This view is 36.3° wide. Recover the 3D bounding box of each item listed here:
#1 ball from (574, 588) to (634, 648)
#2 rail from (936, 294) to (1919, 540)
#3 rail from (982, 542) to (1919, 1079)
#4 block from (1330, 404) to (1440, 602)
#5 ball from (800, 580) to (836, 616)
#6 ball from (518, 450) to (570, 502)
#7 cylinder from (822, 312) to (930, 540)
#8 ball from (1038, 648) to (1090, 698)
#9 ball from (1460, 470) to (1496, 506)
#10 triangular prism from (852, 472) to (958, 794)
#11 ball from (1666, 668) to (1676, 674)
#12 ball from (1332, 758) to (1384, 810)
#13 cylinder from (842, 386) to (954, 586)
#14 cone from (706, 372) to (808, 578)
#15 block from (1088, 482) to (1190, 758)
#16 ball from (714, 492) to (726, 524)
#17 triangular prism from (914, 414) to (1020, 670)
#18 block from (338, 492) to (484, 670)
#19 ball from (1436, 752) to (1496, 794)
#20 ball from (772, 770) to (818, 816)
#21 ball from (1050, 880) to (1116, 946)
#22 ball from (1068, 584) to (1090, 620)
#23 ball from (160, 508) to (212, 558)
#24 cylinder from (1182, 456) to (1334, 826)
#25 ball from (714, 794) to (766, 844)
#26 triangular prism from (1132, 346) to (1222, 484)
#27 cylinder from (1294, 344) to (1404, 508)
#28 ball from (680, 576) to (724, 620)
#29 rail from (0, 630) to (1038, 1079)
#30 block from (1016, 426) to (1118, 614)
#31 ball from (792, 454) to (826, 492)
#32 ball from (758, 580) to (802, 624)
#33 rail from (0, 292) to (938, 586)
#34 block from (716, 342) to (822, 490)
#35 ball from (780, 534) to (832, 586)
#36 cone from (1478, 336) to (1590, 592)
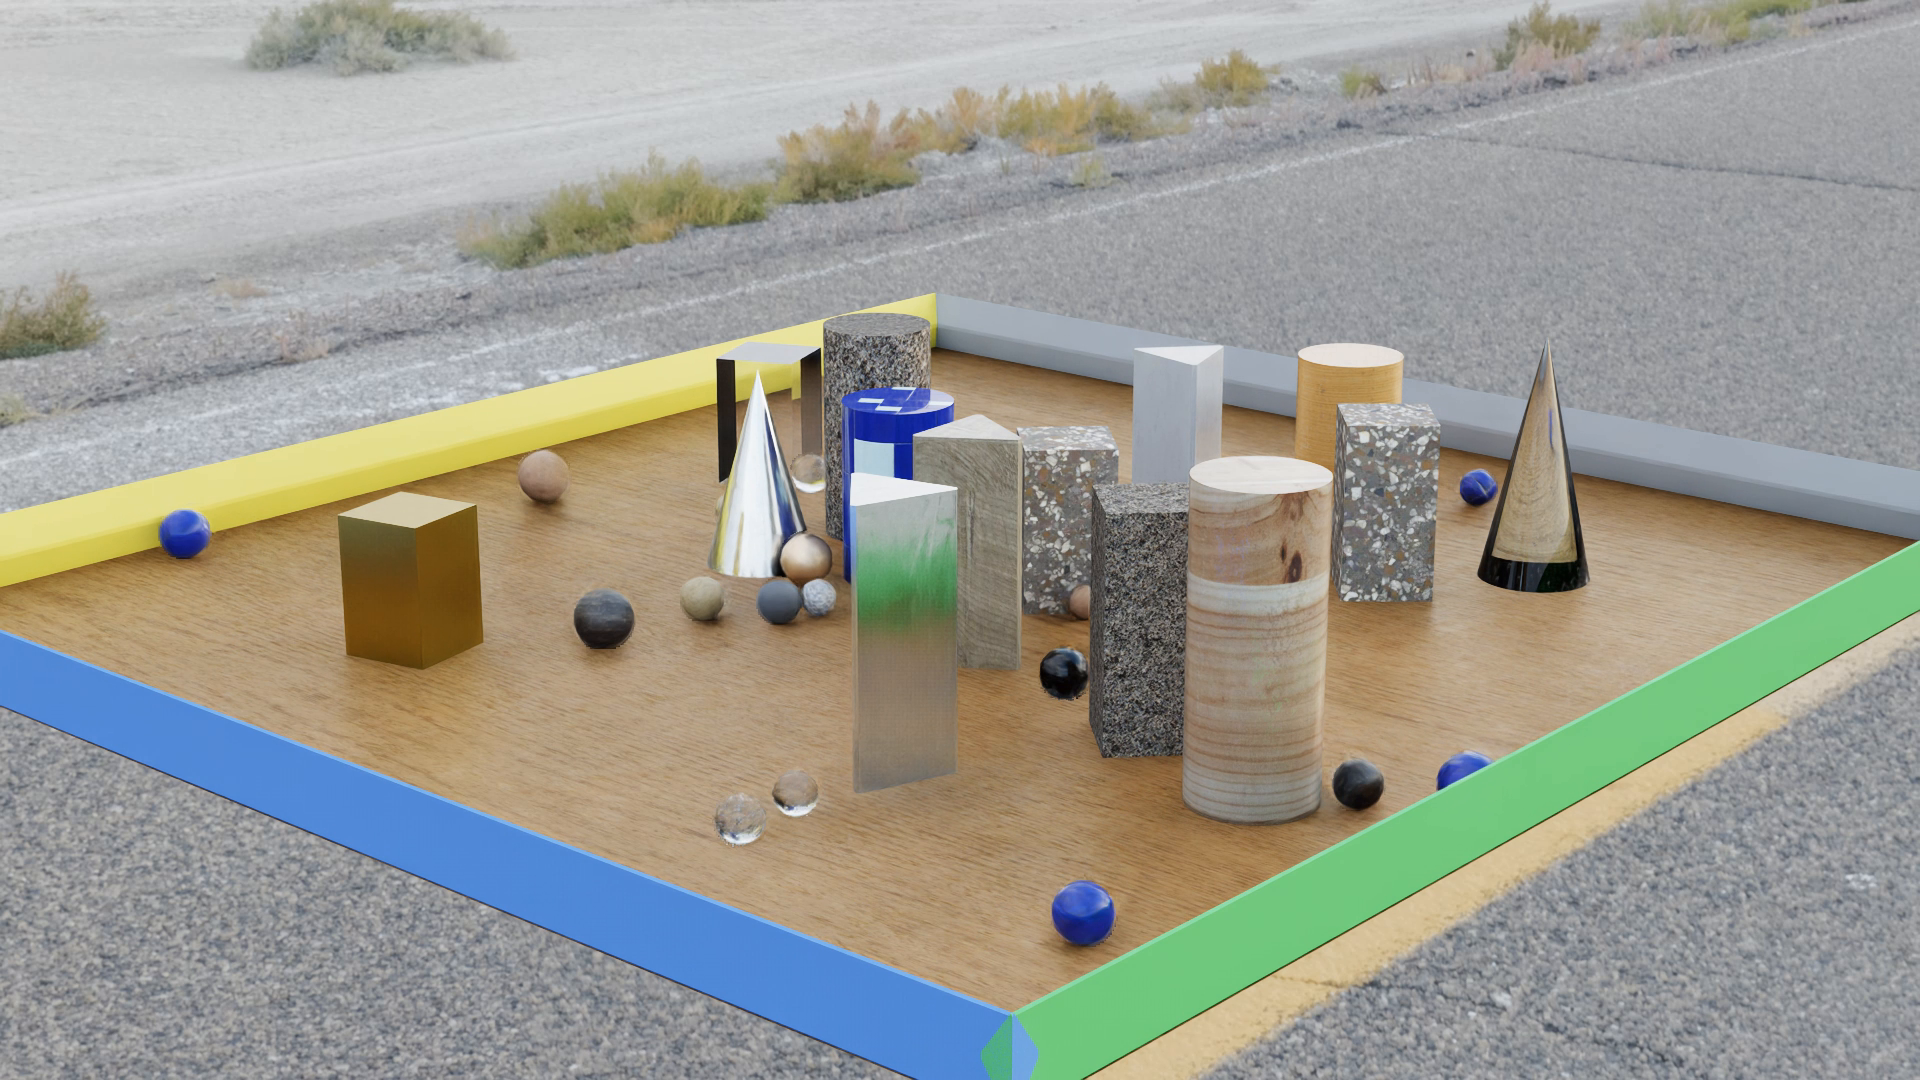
[{"bbox_3d":[-0.590,0.129,4.854,0.099,0.099,0.099,0,17,0],"label":"ball"},{"bbox_3d":[0.915,-0.271,6.129,2.619,0.129,0.045,14,22,39],"label":"rail"},{"bbox_3d":[0.971,0.275,4.313,0.045,0.129,2.838,14,22,39],"label":"rail"},{"bbox_3d":[0.743,-0.067,5.131,0.159,0.315,0.159,0,17,1],"label":"block"},{"bbox_3d":[-0.243,0.099,5.019,0.062,0.062,0.062,0,17,0],"label":"ball"},{"bbox_3d":[-0.808,-0.124,5.695,0.099,0.099,0.099,0,17,0],"label":"ball"},{"bbox_3d":[-0.153,-0.209,5.461,0.199,0.396,0.199,0,17,0],"label":"cylinder"},{"bbox_3d":[0.165,0.209,4.619,0.081,0.081,0.081,0,17,0],"label":"ball"},{"bbox_3d":[1.000,-0.101,5.670,0.070,0.070,0.070,0,17,0],"label":"ball"},{"bbox_3d":[-0.115,0.128,4.279,0.172,0.433,0.149,-10,19,-30],"label":"triangular prism"},{"bbox_3d":[1.120,0.234,4.555,0.071,0.071,0.071,0,17,0],"label":"ball"},{"bbox_3d":[0.567,0.347,4.175,0.073,0.073,0.073,0,17,0],"label":"ball"},{"bbox_3d":[-0.109,-0.091,5.200,0.199,0.322,0.199,0,17,0],"label":"cylinder"},{"bbox_3d":[-0.360,-0.132,5.275,0.199,0.357,0.199,0,17,0],"label":"cone"},{"bbox_3d":[0.285,0.119,4.403,0.159,0.379,0.159,-1,17,-5],"label":"block"},{"bbox_3d":[-0.408,-0.051,5.454,0.097,0.097,0.097,0,17,0],"label":"ball"},{"bbox_3d":[0.021,0.000,4.784,0.172,0.386,0.149,2,17,7],"label":"triangular prism"},{"bbox_3d":[-0.902,0.065,4.823,0.159,0.240,0.159,9,19,28],"label":"block"},{"bbox_3d":[0.720,0.346,4.141,0.096,0.096,0.096,0,17,0],"label":"ball"},{"bbox_3d":[-0.233,0.359,4.151,0.066,0.066,0.066,0,17,0],"label":"ball"},{"bbox_3d":[0.157,0.475,3.735,0.082,0.082,0.082,0,17,0],"label":"ball"},{"bbox_3d":[0.215,0.106,5.000,0.059,0.059,0.059,0,17,0],"label":"ball"},{"bbox_3d":[-1.411,-0.013,5.344,0.090,0.090,0.090,0,17,0],"label":"ball"},{"bbox_3d":[0.419,0.141,4.145,0.199,0.485,0.199,0,17,0],"label":"cylinder"},{"bbox_3d":[-0.304,0.385,4.053,0.071,0.071,0.071,0,17,0],"label":"ball"},{"bbox_3d":[0.447,-0.219,5.665,0.149,0.298,0.172,-13,21,-36],"label":"triangular prism"},{"bbox_3d":[0.740,-0.203,5.596,0.199,0.307,0.199,0,17,0],"label":"cylinder"},{"bbox_3d":[-0.439,0.099,4.998,0.075,0.075,0.075,0,17,0],"label":"ball"},{"bbox_3d":[-0.915,0.336,4.111,2.619,0.129,0.045,14,22,39],"label":"rail"},{"bbox_3d":[0.183,-0.035,5.069,0.159,0.290,0.159,-1,17,-4],"label":"block"},{"bbox_3d":[-0.292,-0.130,5.758,0.075,0.075,0.075,0,17,0],"label":"ball"},{"bbox_3d":[-0.306,0.104,4.979,0.075,0.075,0.075,0,17,0],"label":"ball"},{"bbox_3d":[-0.971,-0.211,5.927,0.045,0.129,2.838,14,22,39],"label":"rail"},{"bbox_3d":[-0.378,-0.249,5.839,0.159,0.255,0.159,6,18,18],"label":"block"},{"bbox_3d":[-0.272,0.034,5.180,0.092,0.092,0.092,0,17,0],"label":"ball"},{"bbox_3d":[1.025,-0.148,5.178,0.199,0.442,0.199,0,17,0],"label":"cone"}]
